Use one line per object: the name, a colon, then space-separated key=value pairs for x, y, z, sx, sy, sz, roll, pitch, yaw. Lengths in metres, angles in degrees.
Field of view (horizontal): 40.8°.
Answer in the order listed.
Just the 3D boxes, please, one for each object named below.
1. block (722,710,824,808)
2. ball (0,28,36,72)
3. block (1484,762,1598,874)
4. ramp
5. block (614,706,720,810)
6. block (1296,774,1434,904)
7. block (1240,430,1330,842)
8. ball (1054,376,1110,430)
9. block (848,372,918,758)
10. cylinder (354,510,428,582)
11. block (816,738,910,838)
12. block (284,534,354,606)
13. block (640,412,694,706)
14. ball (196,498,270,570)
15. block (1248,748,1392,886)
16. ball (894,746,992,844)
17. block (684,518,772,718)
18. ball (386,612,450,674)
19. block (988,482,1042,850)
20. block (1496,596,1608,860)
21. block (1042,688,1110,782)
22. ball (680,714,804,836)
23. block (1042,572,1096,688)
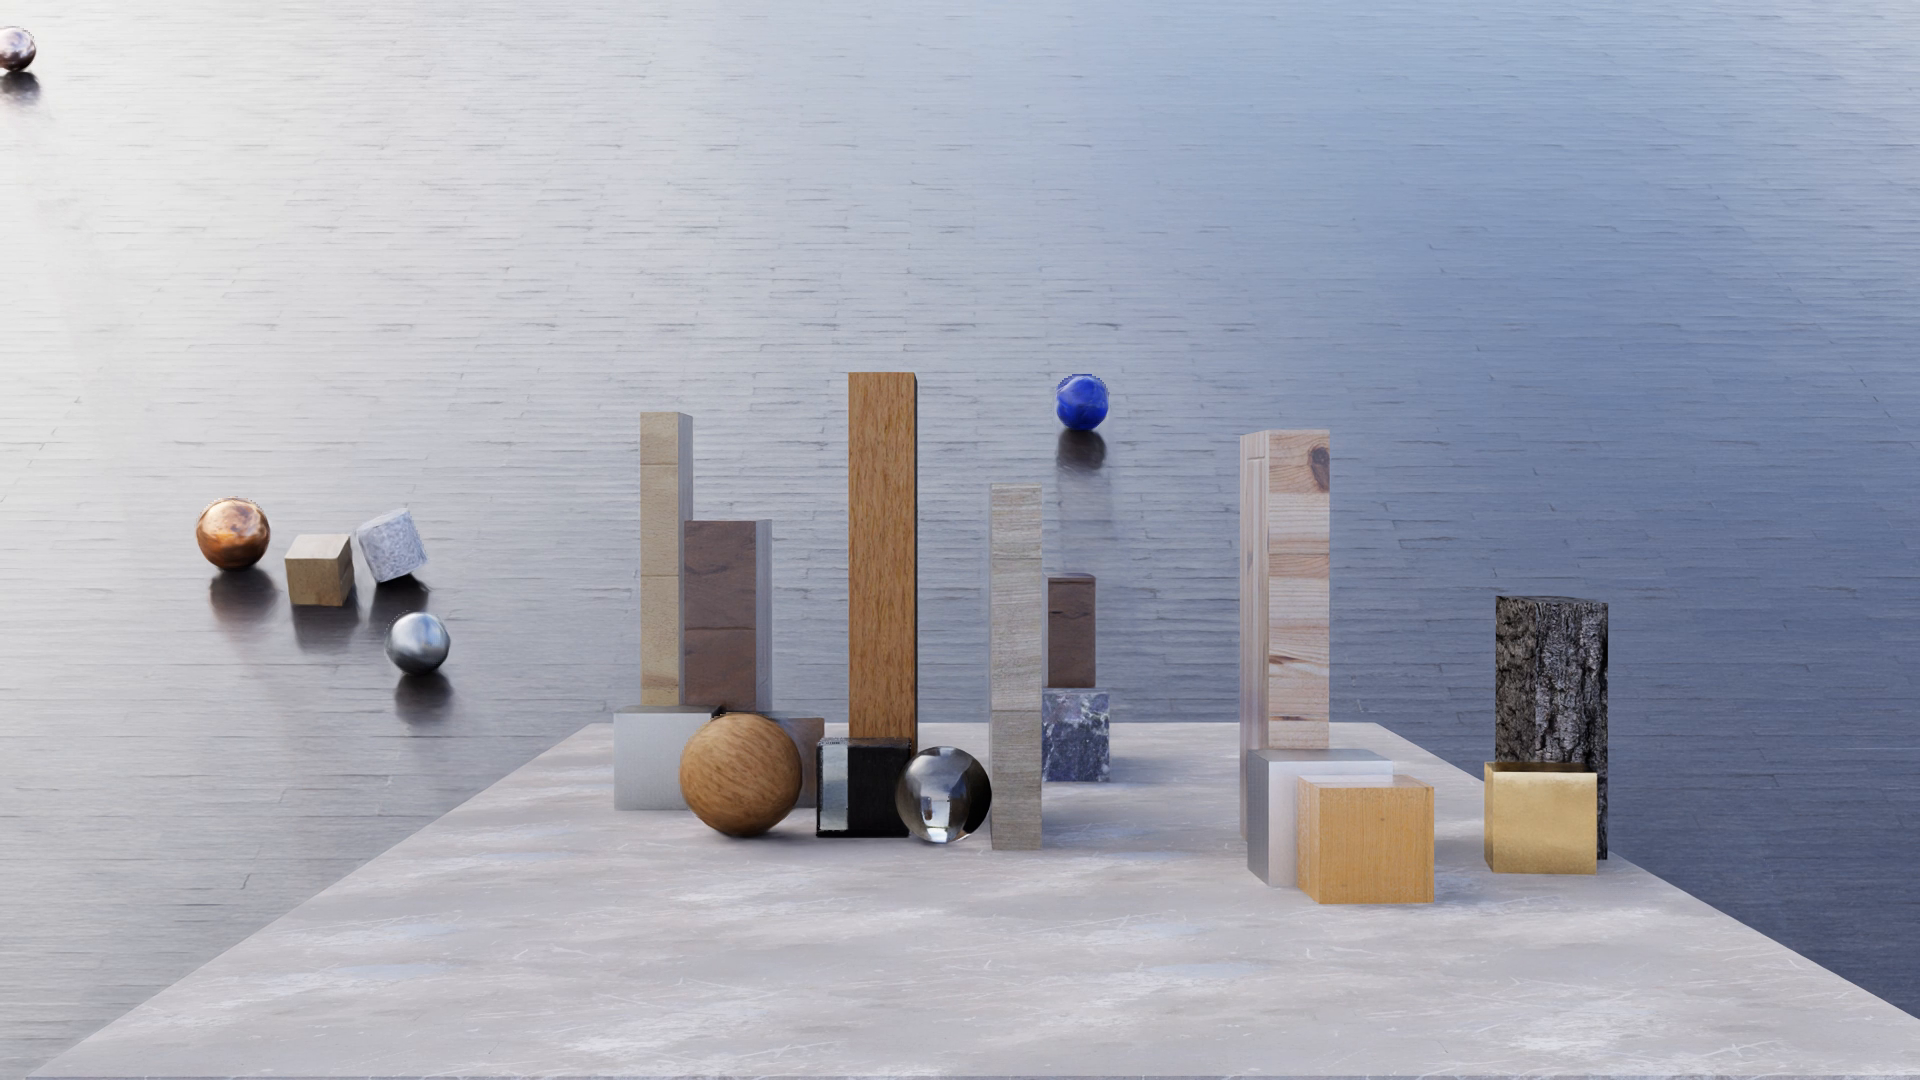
block: x=-0.353 y=0.413 z=4.861 sx=0.168 sy=0.168 sz=0.168 roll=0 pitch=1 yaw=-13
ball: x=-4.366 y=-2.261 z=11.907 sx=0.197 sy=0.197 sz=0.197 roll=0 pitch=27 yaw=0
block: x=0.906 y=0.433 z=4.036 sx=0.156 sy=0.156 sz=0.156 roll=0 pitch=1 yaw=7
ramp: x=0.061 y=0.552 z=4.589 sx=2.000 sy=0.100 sz=4.000 roll=0 pitch=1 yaw=0
block: x=-0.548 y=0.408 z=4.849 sx=0.180 sy=0.180 sz=0.180 roll=0 pitch=1 yaw=0
block: x=0.588 y=0.434 z=3.758 sx=0.165 sy=0.165 sz=0.165 roll=0 pitch=1 yaw=-3
block: x=0.528 y=0.166 z=4.229 sx=0.094 sy=0.683 sz=0.414 roll=0 pitch=1 yaw=0
ball: x=0.395 y=-0.443 z=8.369 sx=0.178 sy=0.178 sz=0.178 roll=0 pitch=27 yaw=0
block: x=-0.138 y=0.101 z=4.716 sx=0.115 sy=0.797 sz=0.378 roll=0 pitch=1 yaw=0
cylinder: x=-1.639 y=0.017 z=7.432 sx=0.160 sy=0.160 sz=0.160 roll=-19 pitch=13 yaw=4
block: x=-0.165 y=0.426 z=4.455 sx=0.156 sy=0.156 sz=0.156 roll=0 pitch=1 yaw=0
block: x=-1.826 y=0.084 z=7.369 sx=0.149 sy=0.149 sz=0.149 roll=1 pitch=27 yaw=2
block: x=-0.674 y=0.094 z=5.954 sx=0.084 sy=0.768 sz=0.328 roll=0 pitch=1 yaw=0
ball: x=-2.111 y=-0.016 z=7.501 sx=0.208 sy=0.208 sz=0.208 roll=0 pitch=27 yaw=0
block: x=0.546 y=0.420 z=3.932 sx=0.186 sy=0.186 sz=0.186 roll=0 pitch=1 yaw=-3
ball: x=-0.029 y=0.426 z=4.320 sx=0.162 sy=0.162 sz=0.162 roll=0 pitch=27 yaw=0
block: x=-0.459 y=0.226 z=5.152 sx=0.137 sy=0.533 sz=0.432 roll=0 pitch=1 yaw=0
ball: x=-1.463 y=0.278 z=6.967 sx=0.170 sy=0.170 sz=0.170 roll=0 pitch=27 yaw=0
block: x=0.093 y=0.204 z=4.436 sx=0.081 sy=0.602 sz=0.432 roll=0 pitch=1 yaw=0
block: x=0.974 y=0.302 z=4.264 sx=0.115 sy=0.409 sz=0.306 roll=0 pitch=1 yaw=0
block: x=0.217 y=0.400 z=5.327 sx=0.177 sy=0.177 sz=0.177 roll=0 pitch=1 yaw=1
ball: x=-0.373 y=0.401 z=4.412 sx=0.209 sy=0.209 sz=0.209 roll=0 pitch=27 yaw=0
block: x=0.234 y=0.280 z=5.586 sx=0.100 sy=0.409 sz=0.344 roll=0 pitch=1 yaw=0
